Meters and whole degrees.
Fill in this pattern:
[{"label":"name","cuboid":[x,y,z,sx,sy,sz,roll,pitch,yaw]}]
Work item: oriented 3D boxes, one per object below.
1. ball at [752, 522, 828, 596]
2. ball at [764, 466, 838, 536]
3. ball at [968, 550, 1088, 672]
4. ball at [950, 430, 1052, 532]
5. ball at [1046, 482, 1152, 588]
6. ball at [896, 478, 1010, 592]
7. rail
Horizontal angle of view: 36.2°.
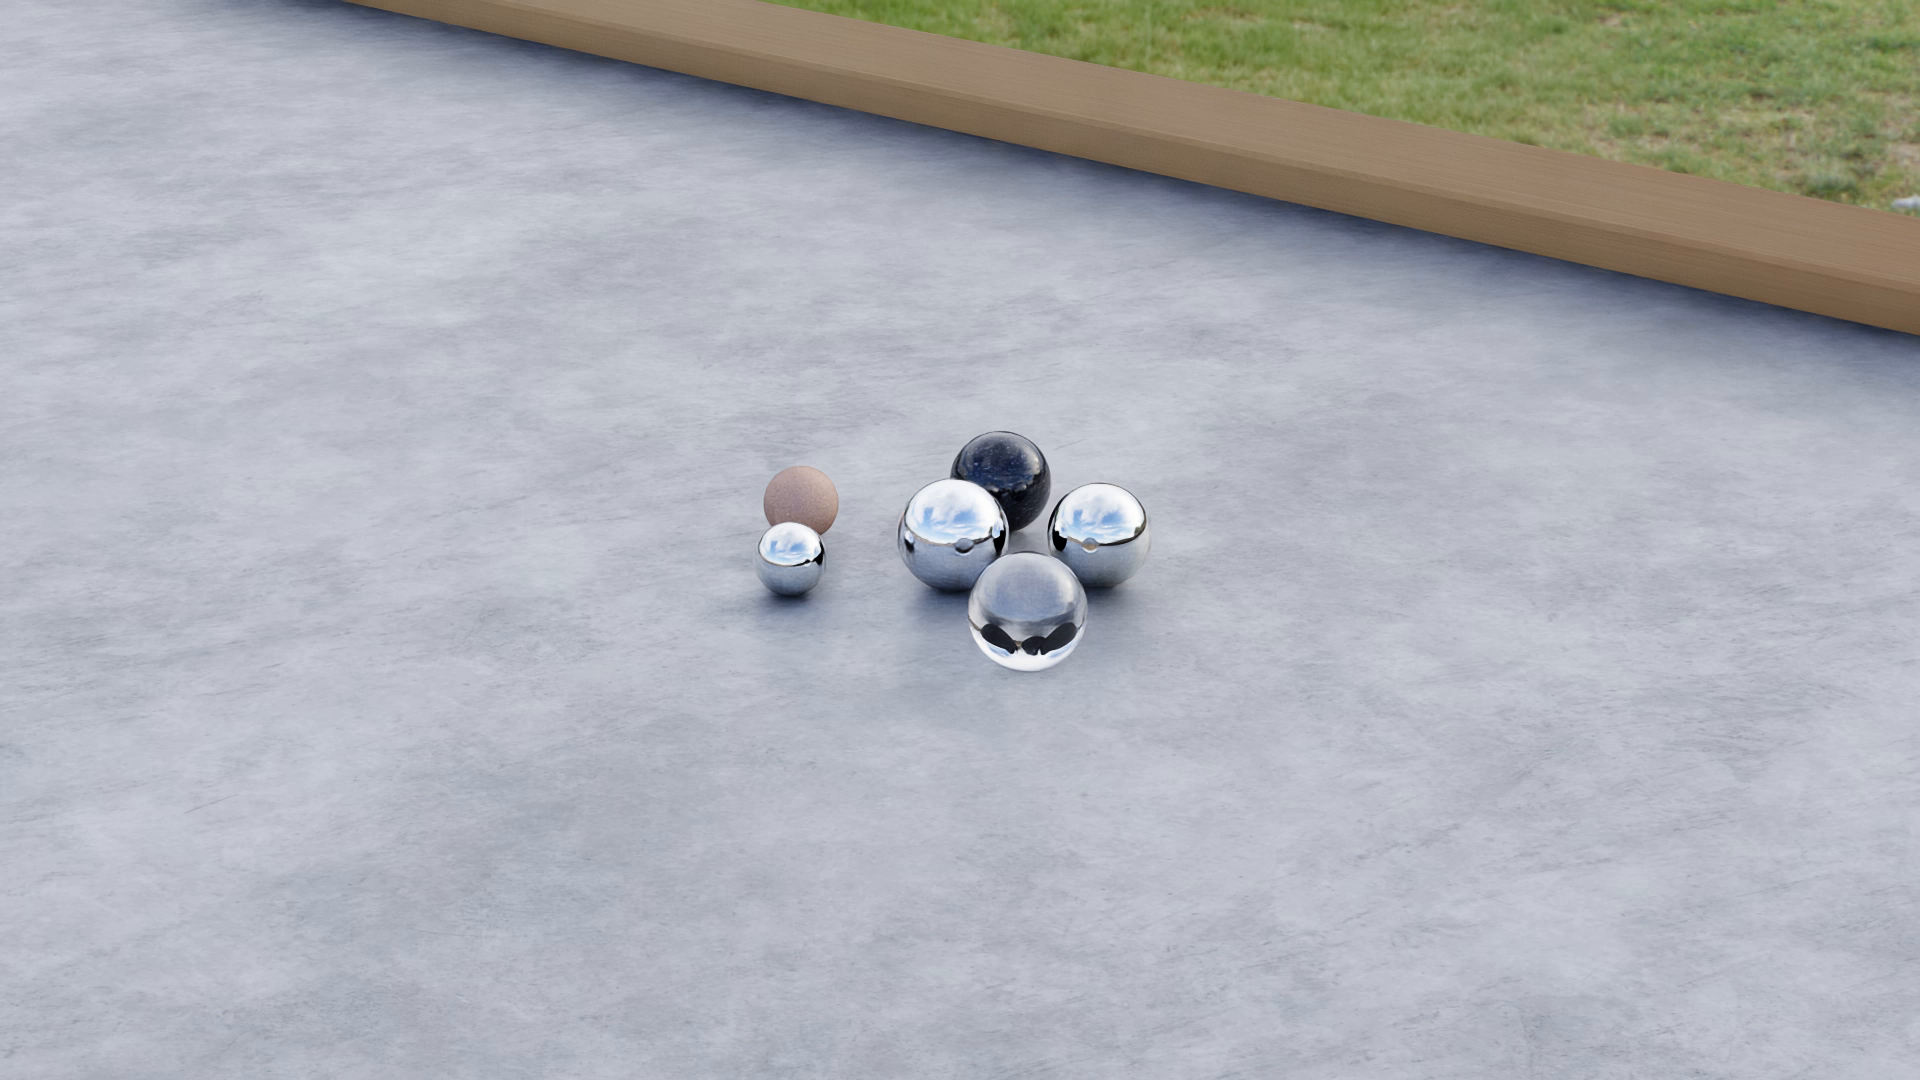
[{"label":"ball","cuboid":[-0.144,0.016,2.493,0.064,0.064,0.064,0,22,0]},{"label":"ball","cuboid":[-0.141,-0.033,2.609,0.067,0.067,0.067,0,22,0]},{"label":"ball","cuboid":[0.054,0.057,2.348,0.097,0.097,0.097,0,22,0]},{"label":"ball","cuboid":[0.036,-0.052,2.622,0.092,0.092,0.092,0,22,0]},{"label":"ball","cuboid":[0.119,-0.004,2.508,0.090,0.090,0.090,0,22,0]},{"label":"ball","cuboid":[-0.006,-0.005,2.500,0.096,0.096,0.096,0,22,0]},{"label":"rail","cuboid":[-0.072,-0.624,3.989,4.416,0.125,0.045,18,28,37]}]
